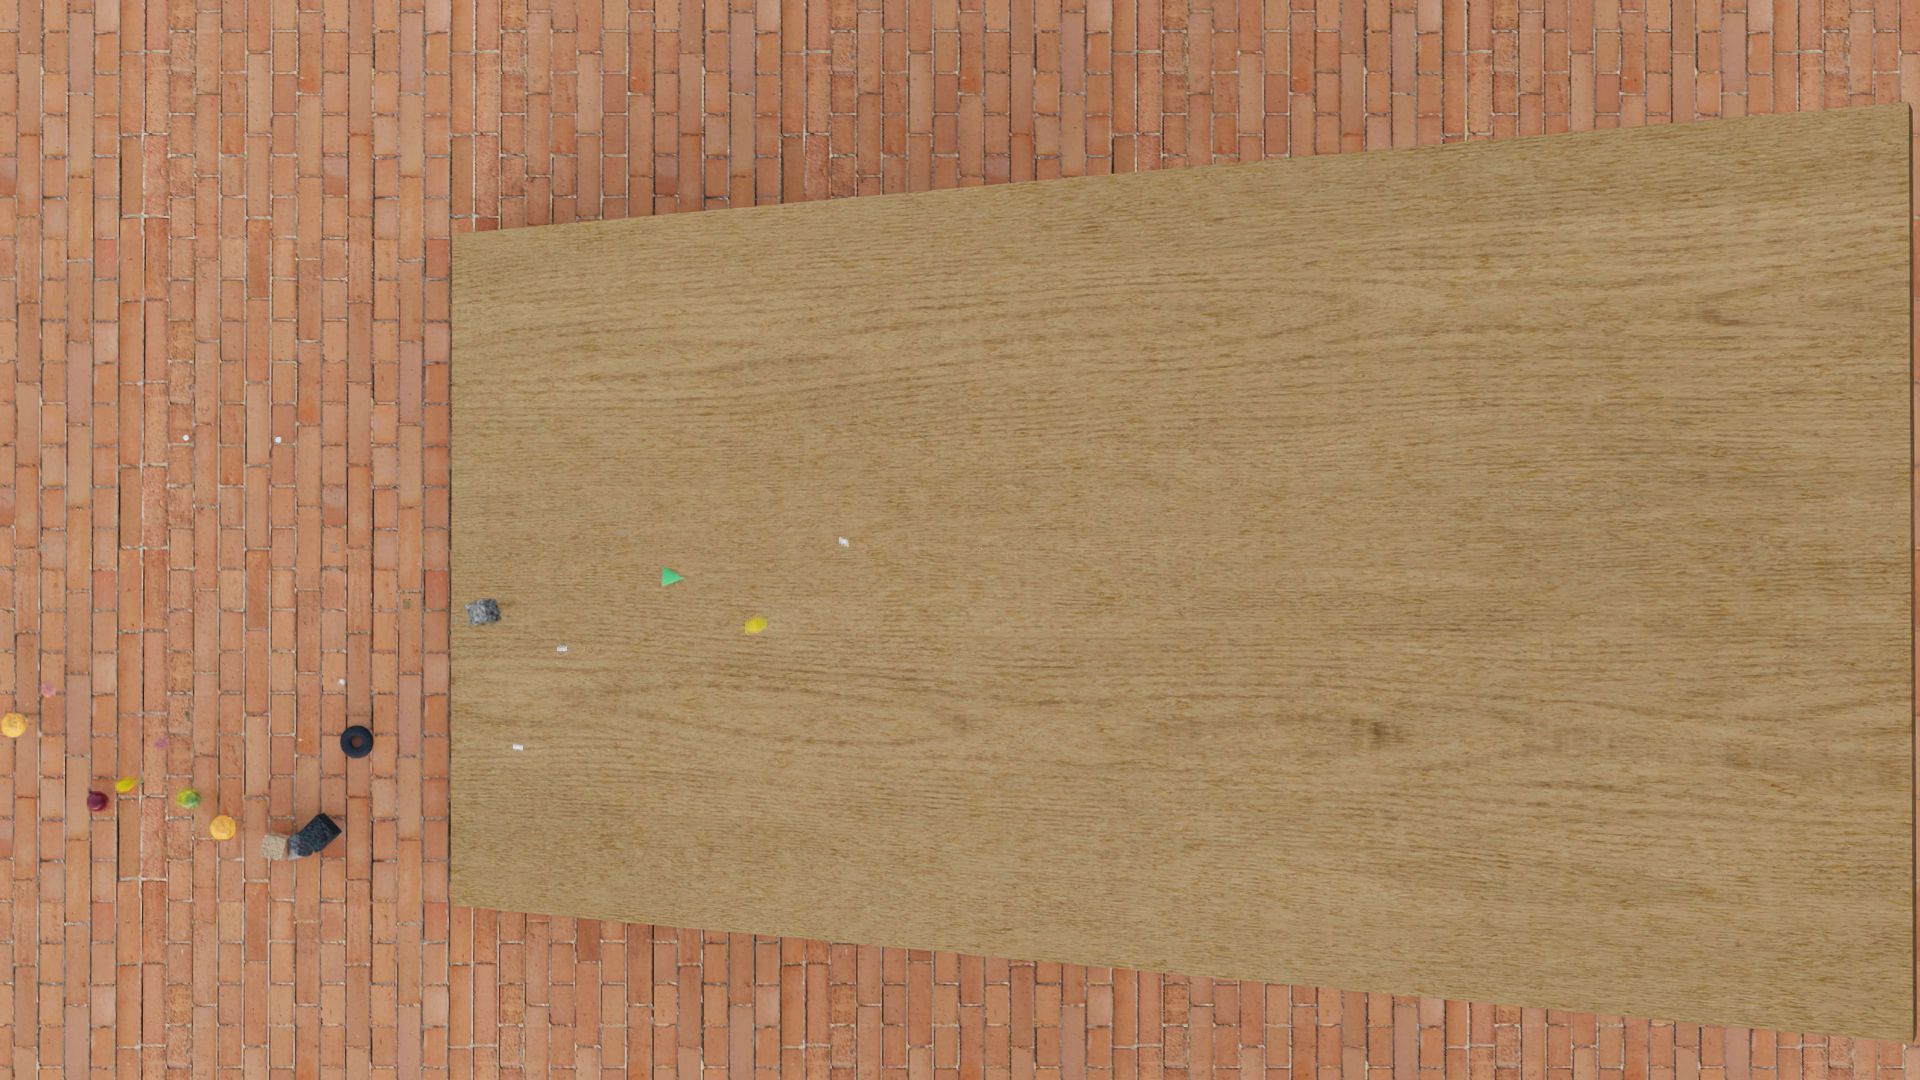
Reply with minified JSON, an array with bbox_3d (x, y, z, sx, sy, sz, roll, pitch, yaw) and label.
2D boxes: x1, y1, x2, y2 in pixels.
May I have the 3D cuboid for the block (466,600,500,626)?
[{"bbox_3d":[-1.398,0.214,6.447,0.064,0.064,0.064,-20,80,26],"label":"block"}]

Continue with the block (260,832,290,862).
[{"bbox_3d":[-2.050,0.918,6.592,0.067,0.067,0.067,14,89,0],"label":"block"}]

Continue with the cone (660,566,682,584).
[{"bbox_3d":[-0.801,0.105,6.153,0.055,0.055,0.055,16,89,20],"label":"cone"}]

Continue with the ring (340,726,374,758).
[{"bbox_3d":[-1.814,0.607,6.613,0.100,0.033,0.100,0,91,0],"label":"ring"}]

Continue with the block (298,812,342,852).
[{"bbox_3d":[-1.918,0.877,6.586,0.079,0.079,0.079,-44,90,0],"label":"block"}]

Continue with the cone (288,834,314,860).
[{"bbox_3d":[-2.001,0.939,6.607,0.082,0.082,0.082,48,116,0],"label":"cone"}]

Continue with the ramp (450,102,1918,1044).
[{"bbox_3d":[0.276,0.077,5.651,4.000,0.100,2.000,0,89,28],"label":"ramp"}]
